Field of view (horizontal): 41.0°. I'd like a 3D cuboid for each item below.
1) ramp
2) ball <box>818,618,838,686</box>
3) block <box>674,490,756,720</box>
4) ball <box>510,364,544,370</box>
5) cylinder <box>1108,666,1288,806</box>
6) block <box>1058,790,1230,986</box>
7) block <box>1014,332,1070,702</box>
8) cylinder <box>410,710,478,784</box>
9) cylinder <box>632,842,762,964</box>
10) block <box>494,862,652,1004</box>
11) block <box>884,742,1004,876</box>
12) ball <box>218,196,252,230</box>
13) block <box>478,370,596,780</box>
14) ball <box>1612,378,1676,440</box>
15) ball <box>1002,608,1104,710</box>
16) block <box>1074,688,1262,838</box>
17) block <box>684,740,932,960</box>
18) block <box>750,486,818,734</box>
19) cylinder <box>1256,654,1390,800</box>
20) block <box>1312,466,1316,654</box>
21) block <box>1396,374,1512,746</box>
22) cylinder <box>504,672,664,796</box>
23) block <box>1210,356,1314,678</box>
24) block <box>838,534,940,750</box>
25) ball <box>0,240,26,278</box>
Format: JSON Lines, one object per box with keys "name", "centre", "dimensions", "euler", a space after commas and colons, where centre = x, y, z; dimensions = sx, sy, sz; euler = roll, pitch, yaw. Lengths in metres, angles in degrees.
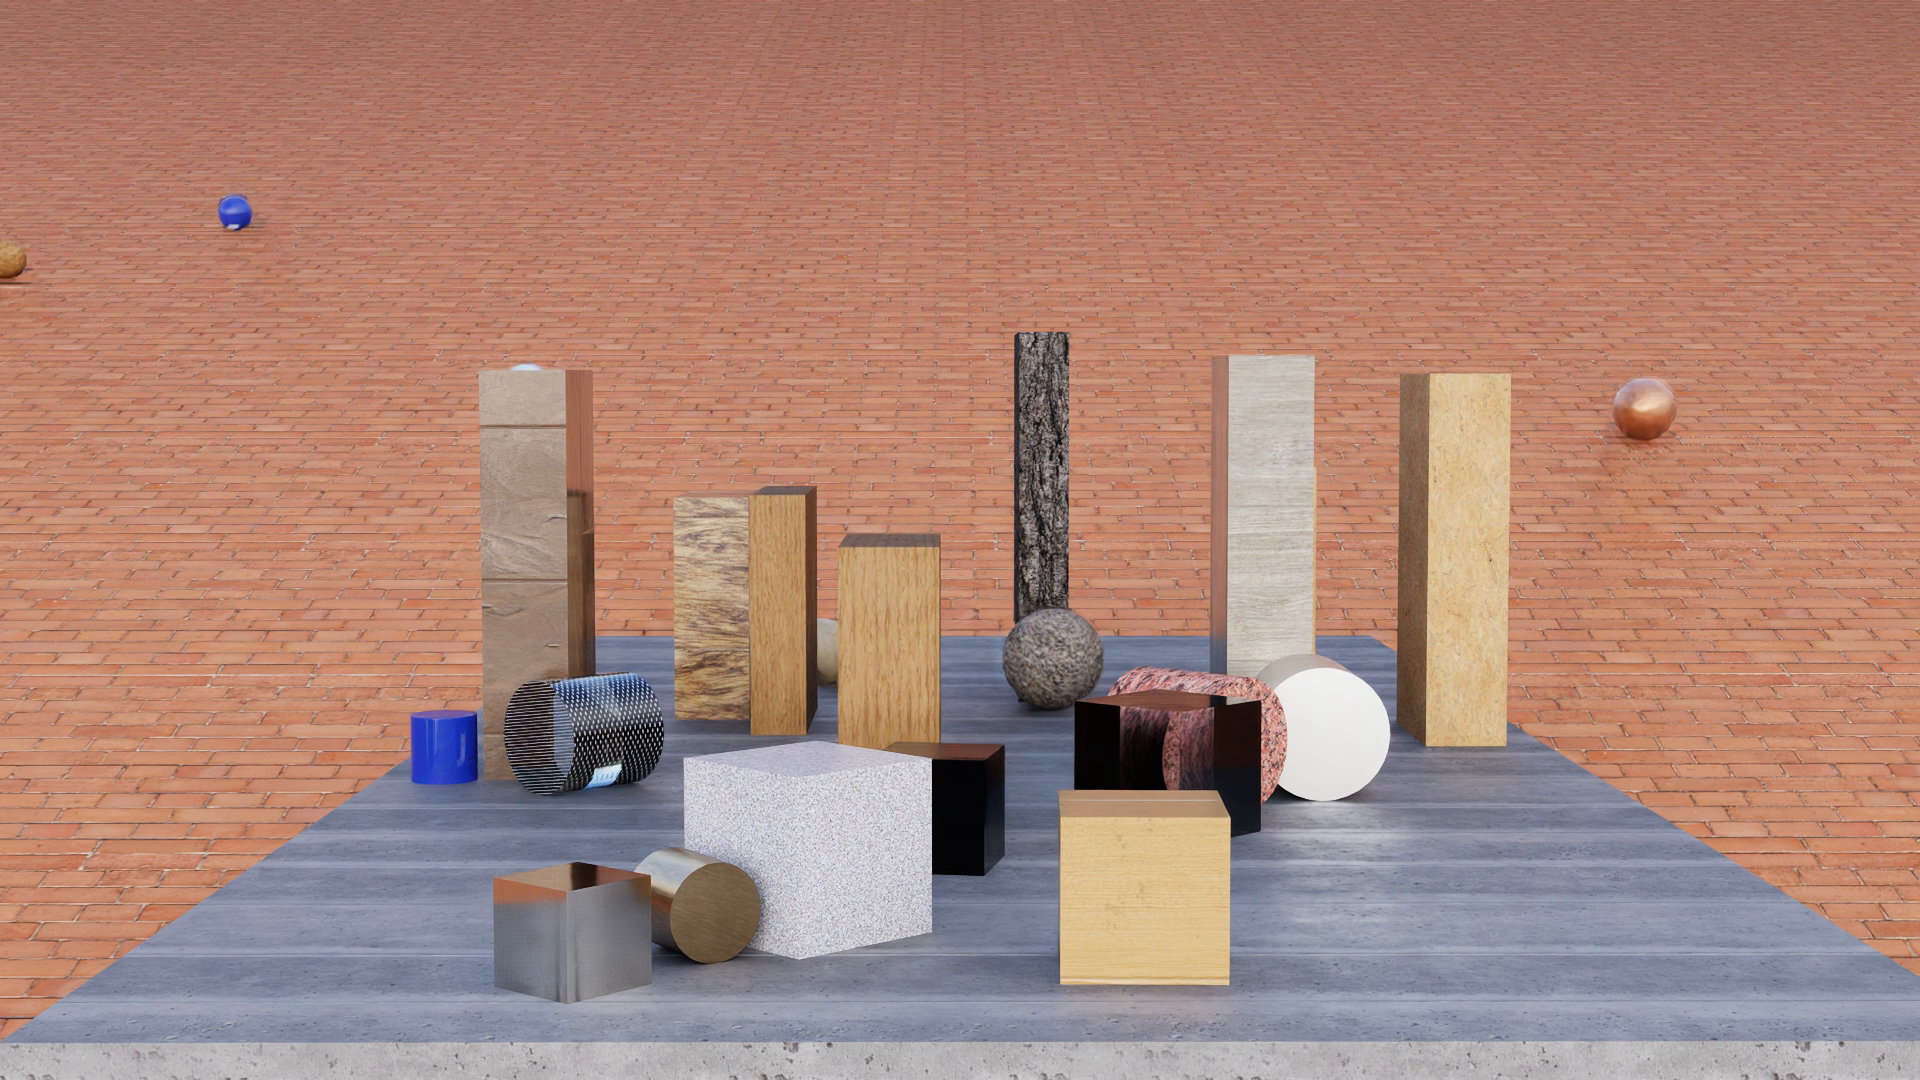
{"name": "ramp", "centre": [0.046, 0.419, 4.534], "dimensions": [2.000, 0.100, 4.000], "euler": [0, 4, 0]}
{"name": "ball", "centre": [-0.294, 0.238, 5.476], "dimensions": [0.143, 0.143, 0.143], "euler": [0, 20, 0]}
{"name": "block", "centre": [-0.476, 0.121, 5.095], "dimensions": [0.143, 0.426, 0.358], "euler": [0, 4, 0]}
{"name": "ball", "centre": [-1.459, -0.512, 8.654], "dimensions": [0.169, 0.169, 0.169], "euler": [0, 20, 0]}
{"name": "cylinder", "centre": [0.355, 0.304, 3.928], "dimensions": [0.207, 0.207, 0.207], "euler": [-19, 15, -42]}
{"name": "block", "centre": [0.202, 0.384, 2.860], "dimensions": [0.182, 0.182, 0.182], "euler": [0, 4, 1]}
{"name": "block", "centre": [0.168, -0.058, 5.379], "dimensions": [0.100, 0.746, 0.442], "euler": [0, 4, 0]}
{"name": "cylinder", "centre": [-0.842, 0.338, 4.192], "dimensions": [0.108, 0.108, 0.108], "euler": [0, 4, 0]}
{"name": "cylinder", "centre": [-0.304, 0.415, 2.921], "dimensions": [0.114, 0.114, 0.114], "euler": [-14, 18, -33]}
{"name": "block", "centre": [-0.418, 0.422, 2.769], "dimensions": [0.119, 0.119, 0.119], "euler": [3, 5, 40]}
{"name": "block", "centre": [-0.028, 0.360, 3.463], "dimensions": [0.153, 0.153, 0.153], "euler": [1, 4, 11]}
{"name": "ball", "centre": [-3.169, -1.428, 11.228], "dimensions": [0.147, 0.147, 0.147], "euler": [0, 20, 0]}
{"name": "block", "centre": [-0.709, 0.048, 4.331], "dimensions": [0.140, 0.668, 0.316], "euler": [0, 4, 0]}
{"name": "ball", "centre": [2.231, -0.427, 8.373], "dimensions": [0.202, 0.202, 0.202], "euler": [0, 20, 0]}
{"name": "ball", "centre": [0.183, 0.235, 5.076], "dimensions": [0.200, 0.200, 0.200], "euler": [0, 20, 0]}
{"name": "block", "centre": [0.300, 0.326, 3.701], "dimensions": [0.191, 0.191, 0.191], "euler": [3, 5, 43]}
{"name": "block", "centre": [-0.180, 0.361, 3.035], "dimensions": [0.207, 0.207, 0.207], "euler": [-4, 5, -44]}
{"name": "block", "centre": [-0.334, 0.125, 4.902], "dimensions": [0.102, 0.441, 0.395], "euler": [0, 4, 0]}
{"name": "cylinder", "centre": [0.561, 0.294, 4.073], "dimensions": [0.207, 0.207, 0.207], "euler": [0, 4, -1]}
{"name": "block", "centre": [0.595, 0.095, 5.002], "dimensions": [0.145, 0.487, 0.357], "euler": [0, 4, 0]}
{"name": "block", "centre": [0.900, 0.027, 4.700], "dimensions": [0.143, 0.661, 0.305], "euler": [0, 4, 0]}
{"name": "cylinder", "centre": [-0.600, 0.307, 4.099], "dimensions": [0.180, 0.180, 0.180], "euler": [19, 15, 42]}
{"name": "block", "centre": [0.503, 0.038, 4.302], "dimensions": [0.138, 0.690, 0.282], "euler": [0, 4, 0]}
{"name": "block", "centre": [-0.099, 0.211, 3.696], "dimensions": [0.140, 0.422, 0.305], "euler": [0, 4, 0]}
{"name": "ball", "centre": [-3.869, -1.140, 10.414], "dimensions": [0.156, 0.156, 0.156], "euler": [0, 20, 0]}
